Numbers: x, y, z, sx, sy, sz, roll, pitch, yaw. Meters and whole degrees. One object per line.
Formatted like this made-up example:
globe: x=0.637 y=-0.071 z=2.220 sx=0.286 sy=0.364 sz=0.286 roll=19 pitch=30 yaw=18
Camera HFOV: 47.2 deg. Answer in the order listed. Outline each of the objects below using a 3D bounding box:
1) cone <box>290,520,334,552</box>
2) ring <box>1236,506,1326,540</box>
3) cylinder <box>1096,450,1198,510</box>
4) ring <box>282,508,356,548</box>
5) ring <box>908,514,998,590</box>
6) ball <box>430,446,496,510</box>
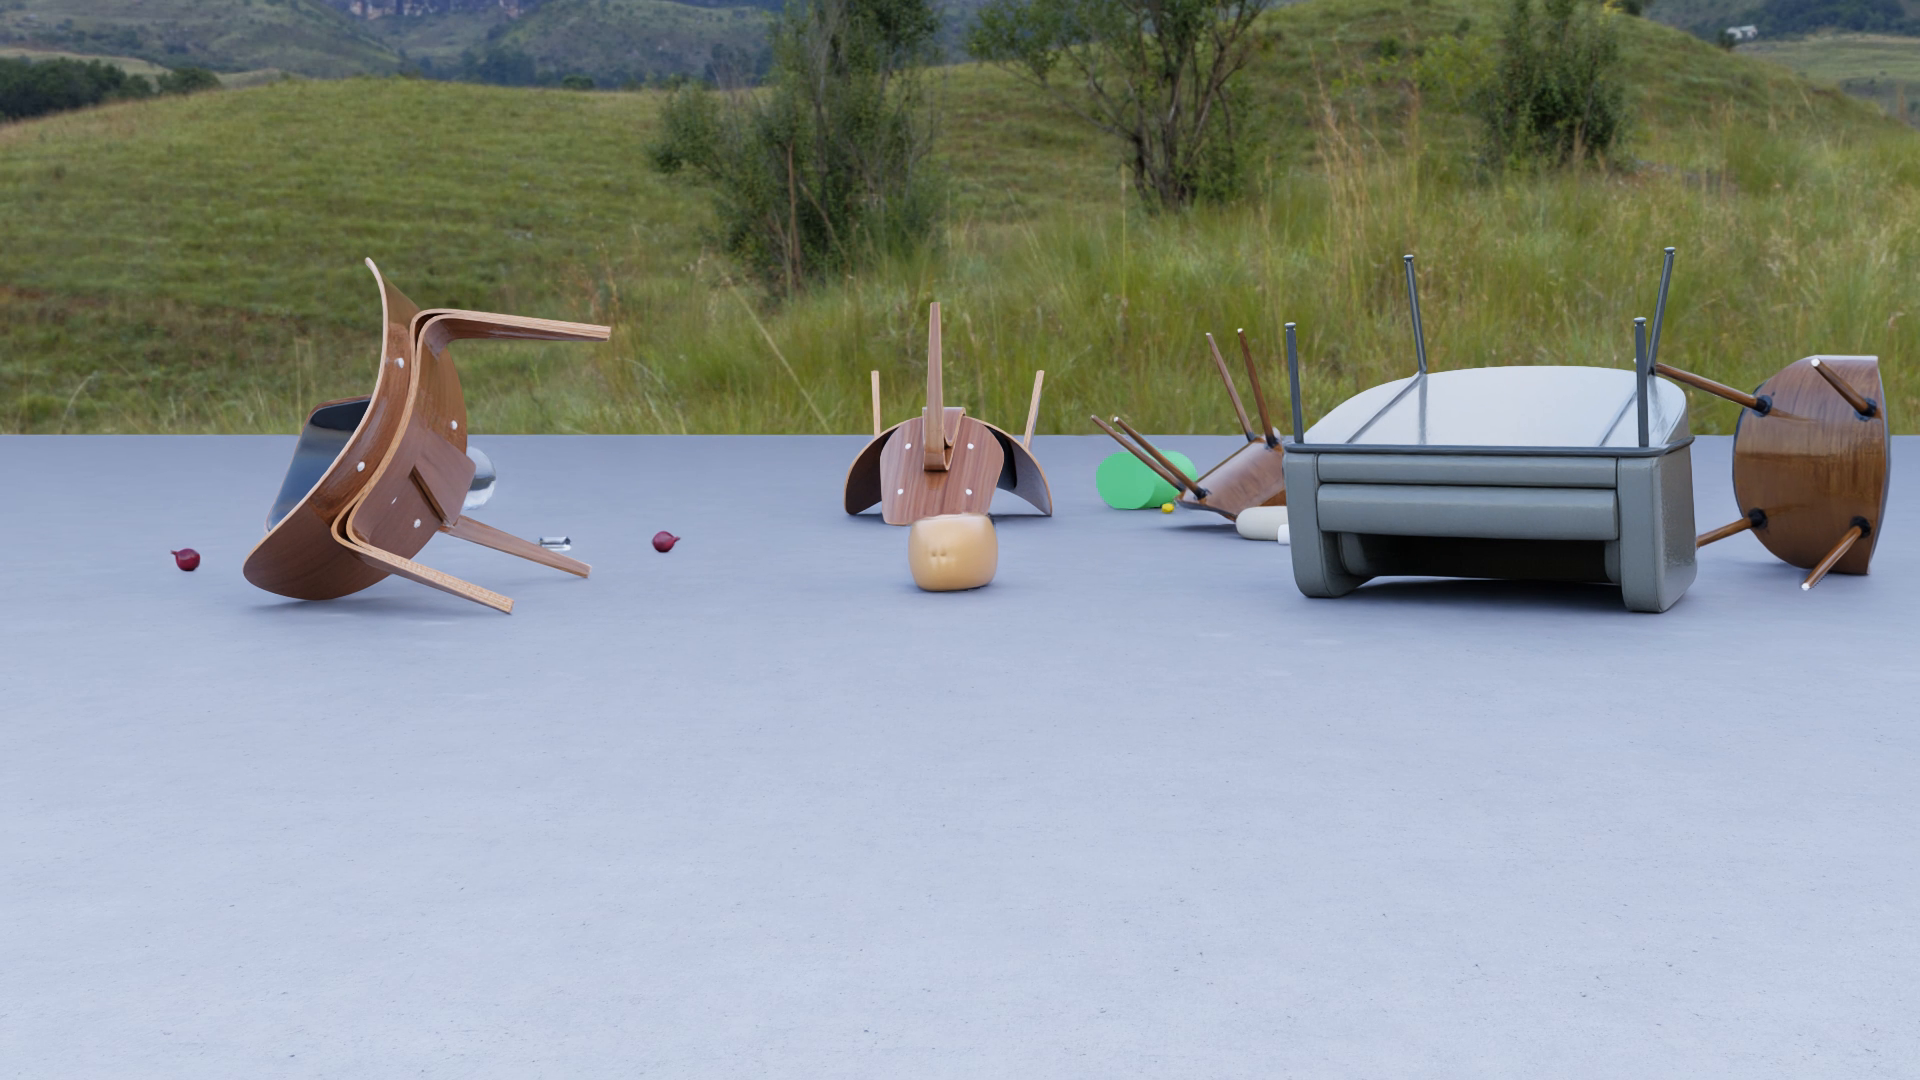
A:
cone: x=-1.780 y=0.006 z=6.143 sx=0.162 sy=0.094 sz=0.095 roll=3 pitch=-22 yaw=26
ring: x=0.963 y=-0.049 z=6.596 sx=0.272 sy=0.092 sz=0.264 roll=-3 pitch=6 yaw=-28
cylinder: x=0.706 y=-0.229 z=8.307 sx=0.263 sy=0.215 sz=0.305 roll=7 pitch=7 yaw=37
ring: x=-1.825 y=-0.032 z=6.258 sx=0.183 sy=0.105 sz=0.212 roll=1 pitch=5 yaw=40
ring: x=-0.015 y=0.025 z=5.015 sx=0.198 sy=0.160 sz=0.448 roll=-4 pitch=2 yaw=9
ball: x=-1.835 y=-0.229 z=8.133 sx=0.239 sy=0.239 sz=0.239 roll=0 pitch=4 yaw=0
